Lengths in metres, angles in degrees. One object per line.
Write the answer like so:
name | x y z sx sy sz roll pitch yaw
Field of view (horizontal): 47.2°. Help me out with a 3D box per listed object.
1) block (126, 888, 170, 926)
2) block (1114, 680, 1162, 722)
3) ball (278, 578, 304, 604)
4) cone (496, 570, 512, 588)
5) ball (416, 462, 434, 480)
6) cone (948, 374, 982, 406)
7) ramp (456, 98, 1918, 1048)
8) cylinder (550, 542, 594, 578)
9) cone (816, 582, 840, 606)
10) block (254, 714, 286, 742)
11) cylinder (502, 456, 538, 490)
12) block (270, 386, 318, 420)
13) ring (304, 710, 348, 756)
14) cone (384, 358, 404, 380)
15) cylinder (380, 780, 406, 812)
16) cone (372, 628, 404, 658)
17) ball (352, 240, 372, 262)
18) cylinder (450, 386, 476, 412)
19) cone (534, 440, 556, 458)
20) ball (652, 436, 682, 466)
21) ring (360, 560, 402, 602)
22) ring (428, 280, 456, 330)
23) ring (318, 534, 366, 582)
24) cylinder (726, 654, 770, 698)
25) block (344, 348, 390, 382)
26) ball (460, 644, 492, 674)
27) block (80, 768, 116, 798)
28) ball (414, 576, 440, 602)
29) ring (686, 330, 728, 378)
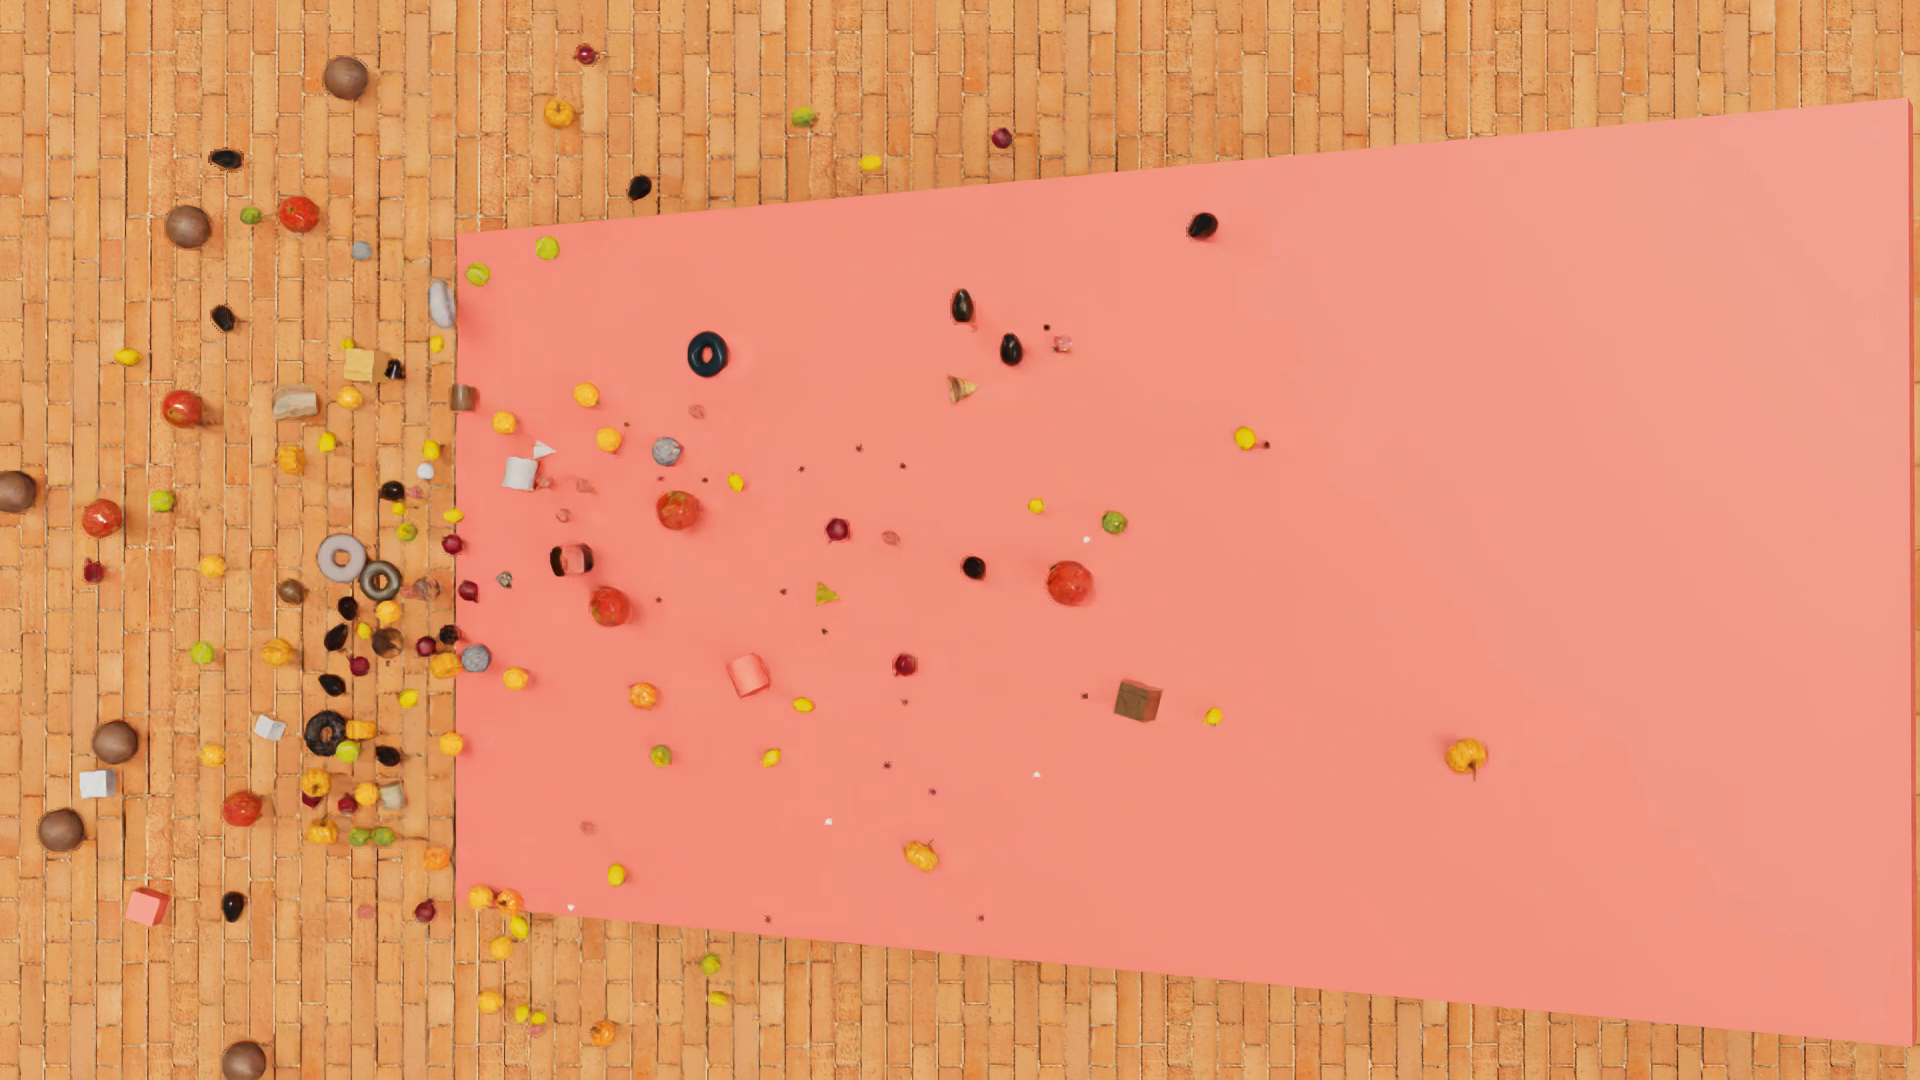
block | -2.436 1.100 6.597 0.085 0.085 0.085 18 89 0
block | 0.441 0.399 5.442 0.080 0.080 0.080 17 97 28
ball | -2.011 0.154 6.611 0.075 0.075 0.075 0 89 0
cone | -1.347 0.116 6.447 0.051 0.051 0.051 0 89 29
ball | -1.601 -0.205 6.593 0.053 0.053 0.053 0 89 0
cone | 0.017 -0.395 5.708 0.085 0.085 0.085 -6 89 2
ramp | 0.274 0.076 5.641 4.000 0.100 2.000 0 89 29
cylinder | -1.098 0.057 6.220 0.088 0.088 0.088 -9 89 -43
cone | -0.350 0.151 5.908 0.066 0.066 0.066 9 89 3
block | -2.072 0.563 6.606 0.057 0.057 0.057 24 89 28
cylinder | -1.276 -0.194 6.384 0.089 0.089 0.089 10 91 0
block | -1.995 -0.412 6.588 0.091 0.091 0.091 -8 88 41
ring | -1.906 0.583 6.612 0.139 0.046 0.139 -3 80 15
cone | -1.692 -0.522 6.599 0.059 0.059 0.059 21 118 0
cylinder | -1.703 0.768 6.600 0.069 0.069 0.069 -1 114 0
cone | -1.699 0.314 6.577 0.096 0.096 0.096 -3 97 -28
ball | -1.803 -0.871 6.628 0.062 0.062 0.062 0 89 0
cylinder | -1.470 -0.418 6.502 0.073 0.073 0.073 2 88 0
cone | -1.200 -0.260 6.384 0.057 0.057 0.057 6 89 1
ball | -0.820 -0.248 6.143 0.081 0.081 0.081 0 89 0
ring | -1.747 0.124 6.627 0.129 0.043 0.129 0 93 1
ring | -1.511 -0.687 6.420 0.049 0.146 0.146 -8 89 2
ring | -1.862 0.054 6.624 0.150 0.050 0.150 0 92 0
cylinder | -0.575 0.370 5.984 0.093 0.093 0.093 -25 82 0
block | -1.780 -0.523 6.597 0.092 0.092 0.092 7 93 14
ball | -1.423 0.349 6.465 0.087 0.087 0.087 0 89 0
block | -2.587 0.731 6.604 0.077 0.077 0.077 -3 89 0
ball | -1.592 0.144 6.568 0.078 0.078 0.078 0 89 0
ring | -0.701 -0.516 6.102 0.131 0.044 0.131 0 89 30
